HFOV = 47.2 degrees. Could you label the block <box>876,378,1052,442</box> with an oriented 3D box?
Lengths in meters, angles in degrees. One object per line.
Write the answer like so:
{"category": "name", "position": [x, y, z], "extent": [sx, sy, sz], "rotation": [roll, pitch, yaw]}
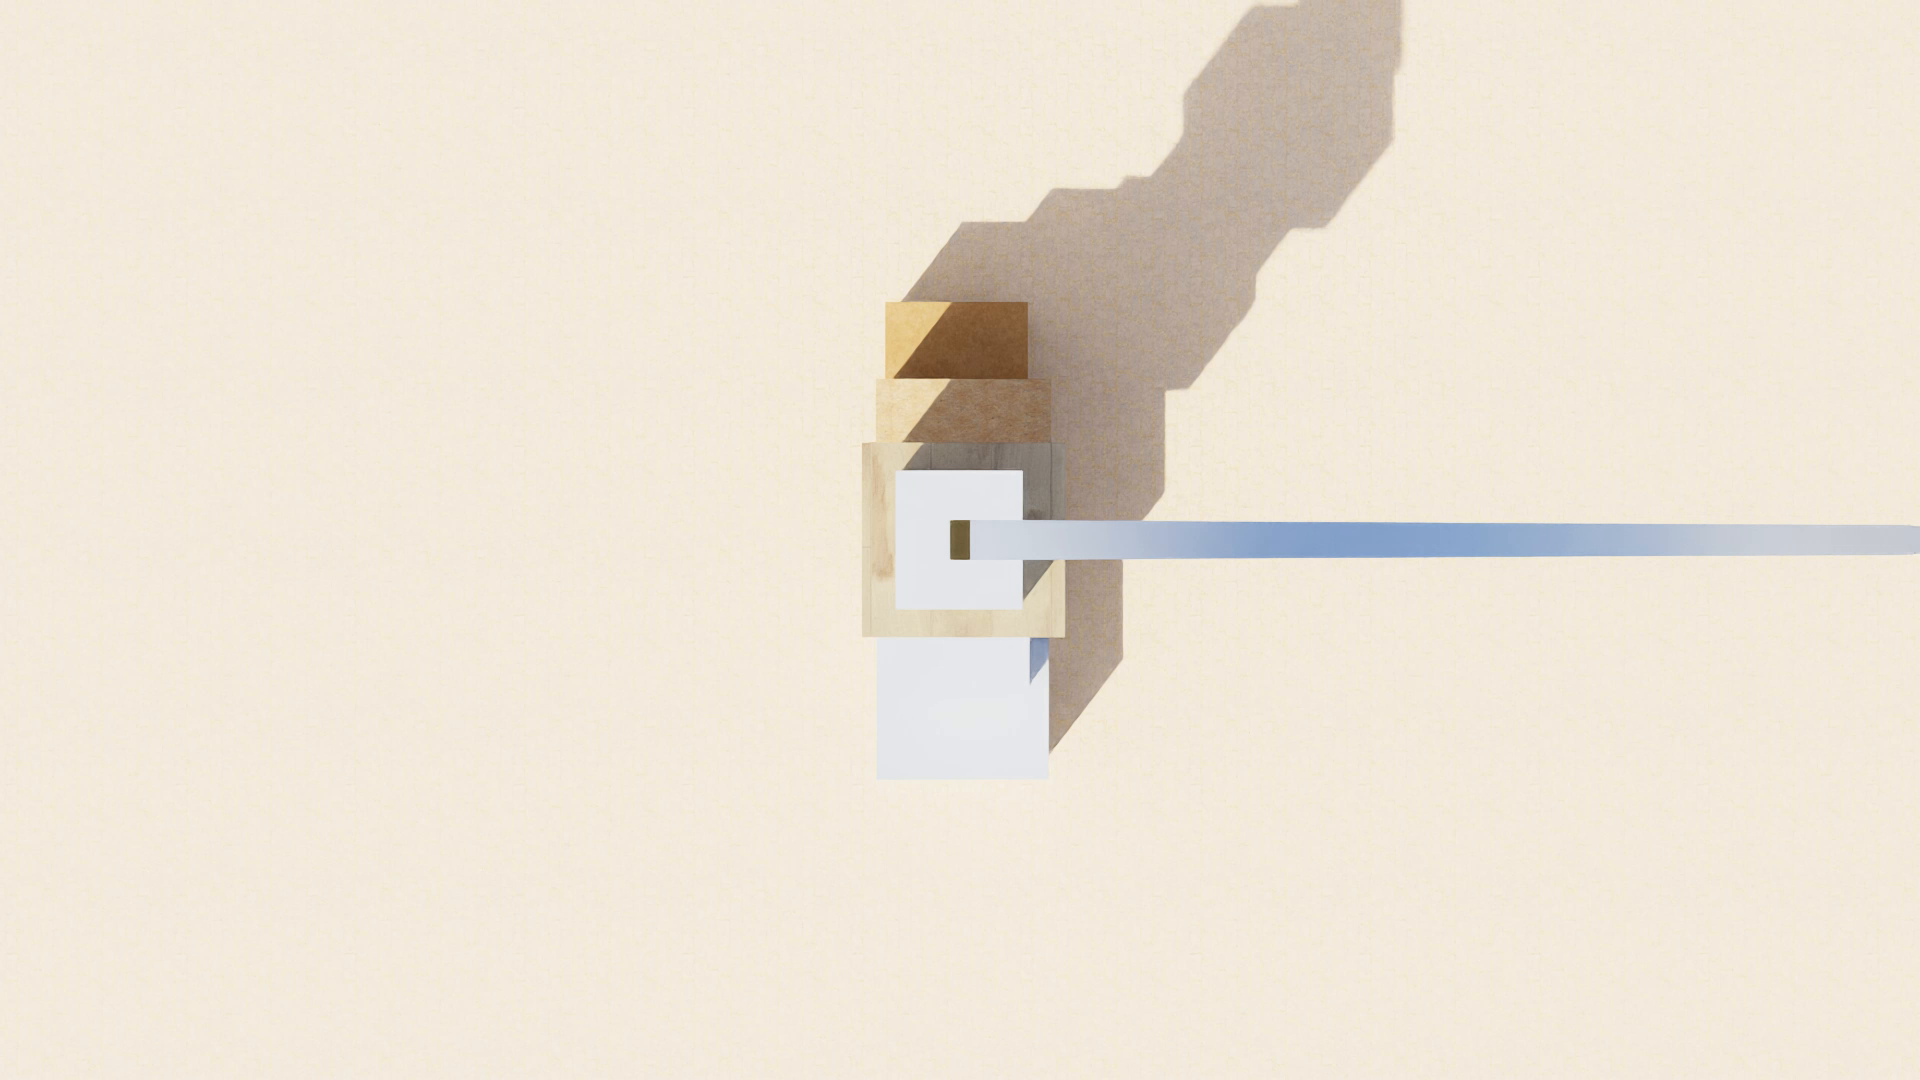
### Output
{"category": "block", "position": [0.019, -0.386, 11.684], "extent": [0.897, 0.885, 0.874], "rotation": [0, 90, 0]}

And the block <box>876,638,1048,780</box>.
{"category": "block", "position": [0.015, 0.856, 12.568], "extent": [0.950, 0.865, 0.934], "rotation": [0, 90, 0]}

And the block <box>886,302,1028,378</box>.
{"category": "block", "position": [-0.019, -0.937, 12.607], "extent": [0.793, 0.786, 0.772], "rotation": [0, 90, 0]}

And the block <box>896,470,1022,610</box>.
{"category": "block", "position": [-0.004, 0.000, 8.909], "extent": [0.501, 0.446, 0.548], "rotation": [0, 90, 0]}

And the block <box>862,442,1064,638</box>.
{"category": "block", "position": [0.014, 0.000, 9.504], "extent": [0.843, 0.745, 0.809], "rotation": [0, 90, 0]}

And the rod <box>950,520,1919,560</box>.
{"category": "rod", "position": [2.234, 0.000, 5.742], "extent": [5.200, 0.080, 0.080], "rotation": [0, 90, -31]}

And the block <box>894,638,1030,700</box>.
{"category": "block", "position": [0.009, 0.450, 11.789], "extent": [0.705, 0.676, 0.763], "rotation": [0, 91, 0]}
